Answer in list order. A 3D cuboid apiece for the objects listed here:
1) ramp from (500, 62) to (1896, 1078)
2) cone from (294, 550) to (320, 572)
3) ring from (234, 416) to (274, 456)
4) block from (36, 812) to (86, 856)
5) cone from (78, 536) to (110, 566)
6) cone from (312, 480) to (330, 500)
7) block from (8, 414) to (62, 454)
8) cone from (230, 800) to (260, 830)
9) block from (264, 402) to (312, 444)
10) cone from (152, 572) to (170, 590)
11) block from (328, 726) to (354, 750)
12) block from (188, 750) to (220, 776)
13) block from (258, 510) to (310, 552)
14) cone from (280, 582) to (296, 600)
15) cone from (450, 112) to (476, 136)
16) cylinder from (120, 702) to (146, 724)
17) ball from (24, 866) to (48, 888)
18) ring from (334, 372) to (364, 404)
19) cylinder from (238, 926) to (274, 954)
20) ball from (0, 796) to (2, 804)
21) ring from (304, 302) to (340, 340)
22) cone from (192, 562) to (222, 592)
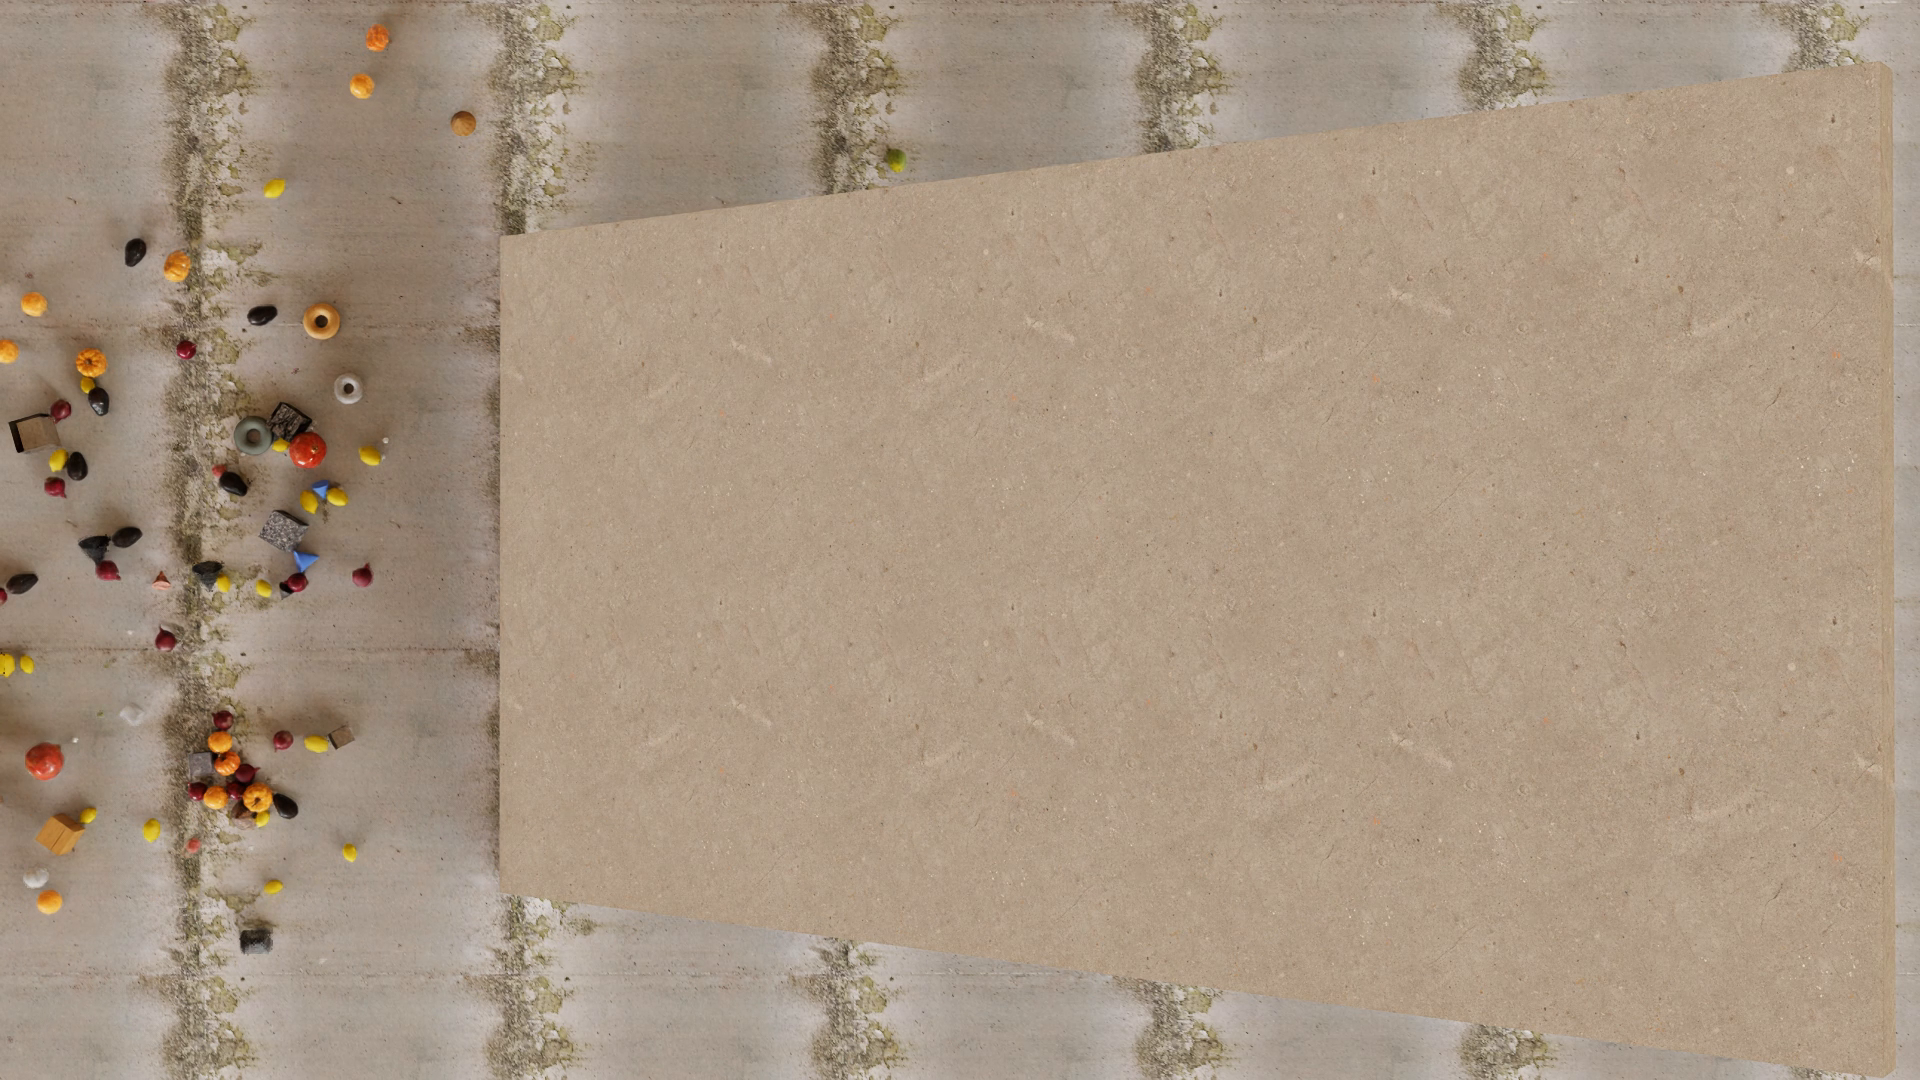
[{"bbox_3d":[0.234,0.066,5.554,4.000,0.100,2.000,0,89,37],"label":"ramp"},{"bbox_3d":[-2.004,0.058,6.769,0.071,0.071,0.071,-16,90,-27],"label":"cone"},{"bbox_3d":[-2.174,-0.321,6.768,0.122,0.041,0.122,0,88,0],"label":"ring"},{"bbox_3d":[-2.755,0.901,6.736,0.087,0.087,0.087,35,90,0],"label":"block"},{"bbox_3d":[-2.654,0.047,6.765,0.090,0.090,0.090,-3,118,0],"label":"cone"},{"bbox_3d":[-1.963,-0.146,6.774,0.057,0.057,0.057,-9,116,0],"label":"cone"},{"bbox_3d":[-2.835,-0.325,6.739,0.098,0.098,0.098,-16,90,0],"label":"block"},{"bbox_3d":[-2.204,0.850,6.734,0.091,0.091,0.091,0,90,0],"label":"cone"},{"bbox_3d":[-2.059,-0.359,6.744,0.089,0.089,0.089,35,90,0],"label":"block"},{"bbox_3d":[-2.459,0.117,6.773,0.054,0.054,0.054,-10,63,0],"label":"cone"},{"bbox_3d":[-1.900,0.607,6.755,0.053,0.053,0.053,-28,90,0],"label":"block"},{"bbox_3d":[-2.320,0.684,6.748,0.066,0.066,0.066,-6,90,0],"label":"block"},{"bbox_3d":[-2.071,-0.027,6.738,0.096,0.096,0.096,30,90,0],"label":"block"},{"bbox_3d":[-2.080,0.166,6.772,0.054,0.054,0.054,33,116,0],"label":"cone"},{"bbox_3d":[-1.535,-1.287,6.756,0.079,0.079,0.079,0,90,0],"label":"cone"},{"bbox_3d":[-2.541,0.532,6.755,0.053,0.053,0.053,39,90,0],"label":"cylinder"},{"bbox_3d":[-2.833,1.031,6.744,0.068,0.068,0.068,0,90,0],"label":"ball"},{"bbox_3d":[-1.882,-0.467,6.773,0.097,0.032,0.097,0,91,1],"label":"ring"},{"bbox_3d":[-2.159,1.228,6.741,0.072,0.072,0.072,-20,90,22],"label":"cylinder"},{"bbox_3d":[-2.977,0.797,6.745,0.069,0.069,0.069,0,90,0],"label":"ball"},{"bbox_3d":[-1.965,-0.674,6.772,0.114,0.038,0.114,0,91,-1],"label":"ring"},{"bbox_3d":[-2.311,0.124,6.765,0.087,0.087,0.087,3,116,0],"label":"cone"}]
